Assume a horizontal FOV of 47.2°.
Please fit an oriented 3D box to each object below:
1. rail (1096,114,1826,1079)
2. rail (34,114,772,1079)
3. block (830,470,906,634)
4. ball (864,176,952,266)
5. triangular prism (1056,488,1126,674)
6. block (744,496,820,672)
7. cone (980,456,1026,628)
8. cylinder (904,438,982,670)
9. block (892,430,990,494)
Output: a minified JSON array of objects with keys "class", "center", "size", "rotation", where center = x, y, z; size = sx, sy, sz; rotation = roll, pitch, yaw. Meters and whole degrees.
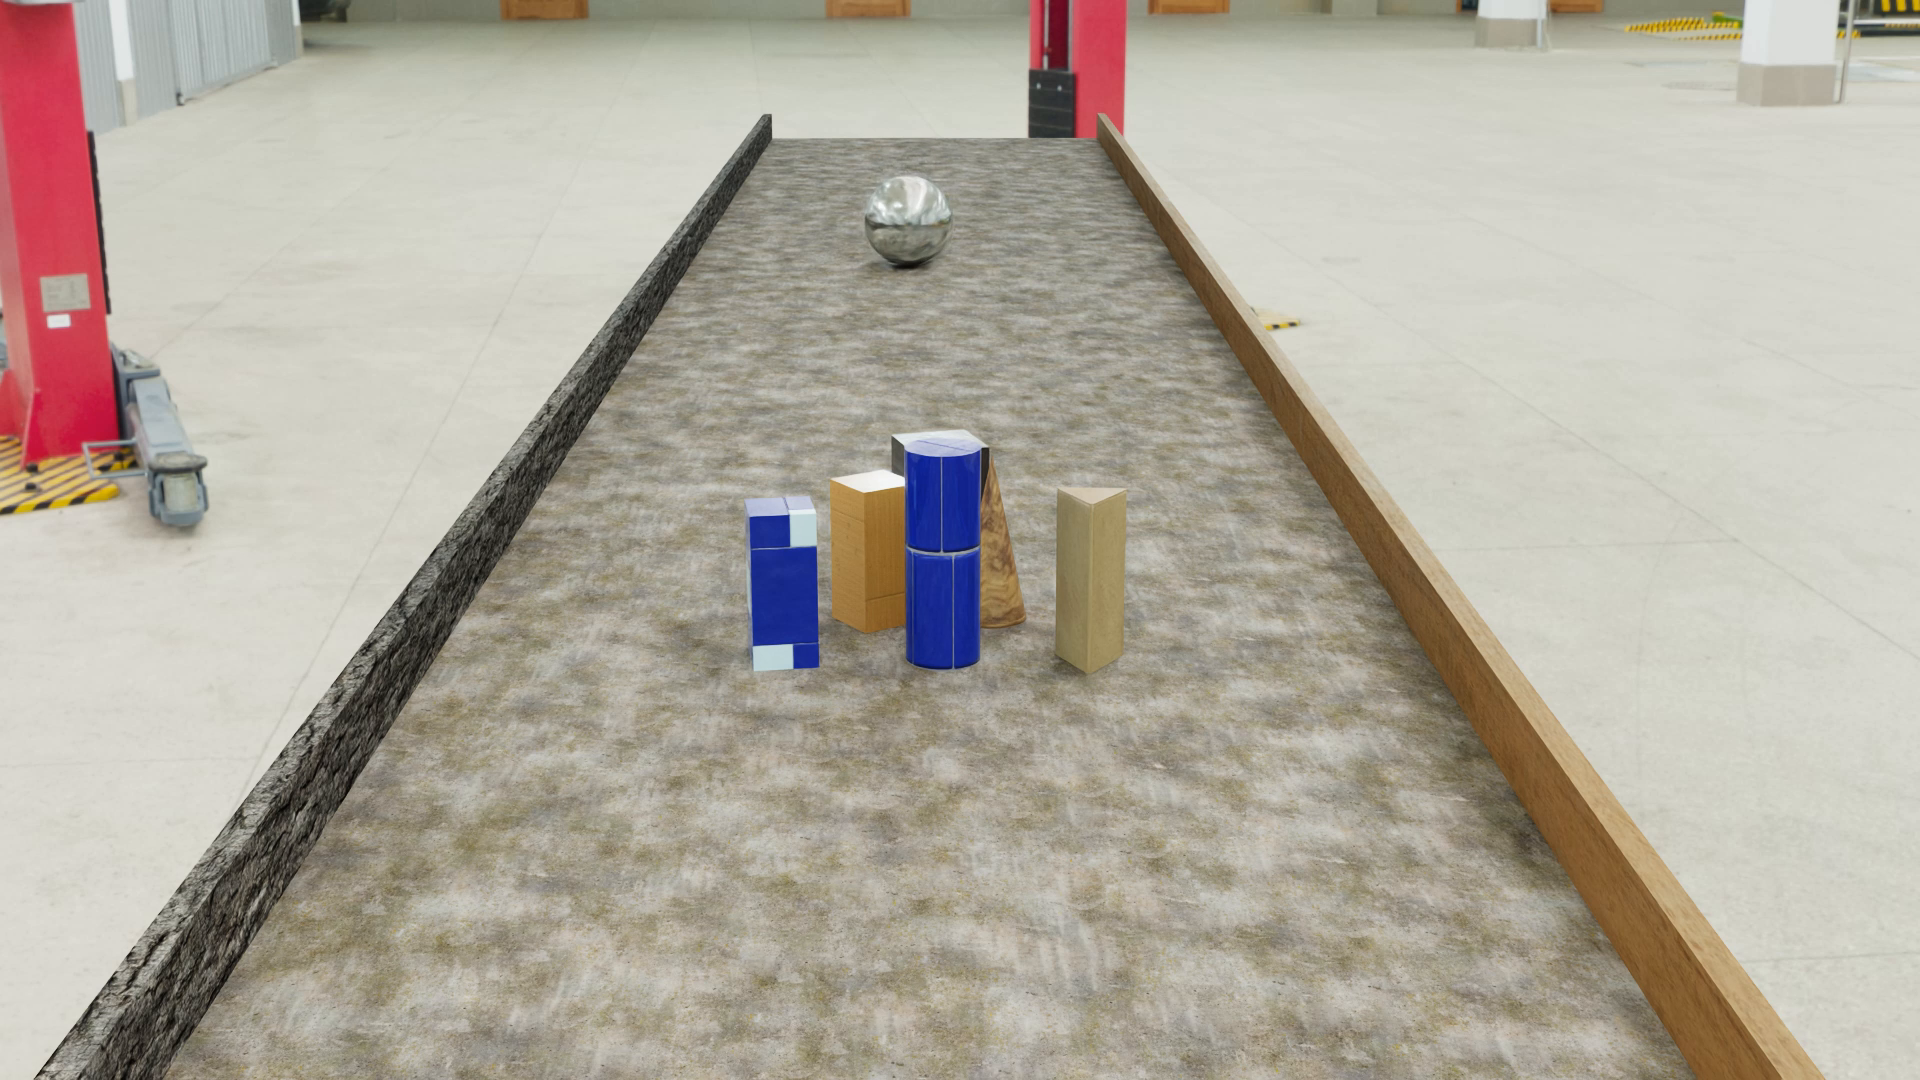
[{"class":"rail","center":[0.932,-0.844,7.801],"size":[0.050,0.150,12.000],"rotation":[0,17,-1]},{"class":"rail","center":[-1.118,-0.838,7.780],"size":[0.050,0.150,12.000],"rotation":[0,17,-1]},{"class":"block","center":[-0.179,0.023,4.618],"size":[0.133,0.304,0.133],"rotation":[-11,20,-33]},{"class":"ball","center":[-0.212,-1.300,8.961],"size":[0.364,0.364,0.364],"rotation":[0,17,0]},{"class":"triangular prism","center":[0.243,0.072,4.375],"size":[0.116,0.348,0.134],"rotation":[11,20,32]},{"class":"block","center":[-0.355,0.086,4.380],"size":[0.130,0.318,0.130],"rotation":[-3,17,-9]},{"class":"cone","center":[0.067,-0.008,4.623],"size":[0.150,0.360,0.150],"rotation":[0,17,0]},{"class":"cylinder","center":[-0.034,0.028,4.364],"size":[0.151,0.438,0.151],"rotation":[0,17,0]},{"class":"block","center":[-0.045,-0.070,4.914],"size":[0.173,0.312,0.173],"rotation":[-5,17,-17]}]
